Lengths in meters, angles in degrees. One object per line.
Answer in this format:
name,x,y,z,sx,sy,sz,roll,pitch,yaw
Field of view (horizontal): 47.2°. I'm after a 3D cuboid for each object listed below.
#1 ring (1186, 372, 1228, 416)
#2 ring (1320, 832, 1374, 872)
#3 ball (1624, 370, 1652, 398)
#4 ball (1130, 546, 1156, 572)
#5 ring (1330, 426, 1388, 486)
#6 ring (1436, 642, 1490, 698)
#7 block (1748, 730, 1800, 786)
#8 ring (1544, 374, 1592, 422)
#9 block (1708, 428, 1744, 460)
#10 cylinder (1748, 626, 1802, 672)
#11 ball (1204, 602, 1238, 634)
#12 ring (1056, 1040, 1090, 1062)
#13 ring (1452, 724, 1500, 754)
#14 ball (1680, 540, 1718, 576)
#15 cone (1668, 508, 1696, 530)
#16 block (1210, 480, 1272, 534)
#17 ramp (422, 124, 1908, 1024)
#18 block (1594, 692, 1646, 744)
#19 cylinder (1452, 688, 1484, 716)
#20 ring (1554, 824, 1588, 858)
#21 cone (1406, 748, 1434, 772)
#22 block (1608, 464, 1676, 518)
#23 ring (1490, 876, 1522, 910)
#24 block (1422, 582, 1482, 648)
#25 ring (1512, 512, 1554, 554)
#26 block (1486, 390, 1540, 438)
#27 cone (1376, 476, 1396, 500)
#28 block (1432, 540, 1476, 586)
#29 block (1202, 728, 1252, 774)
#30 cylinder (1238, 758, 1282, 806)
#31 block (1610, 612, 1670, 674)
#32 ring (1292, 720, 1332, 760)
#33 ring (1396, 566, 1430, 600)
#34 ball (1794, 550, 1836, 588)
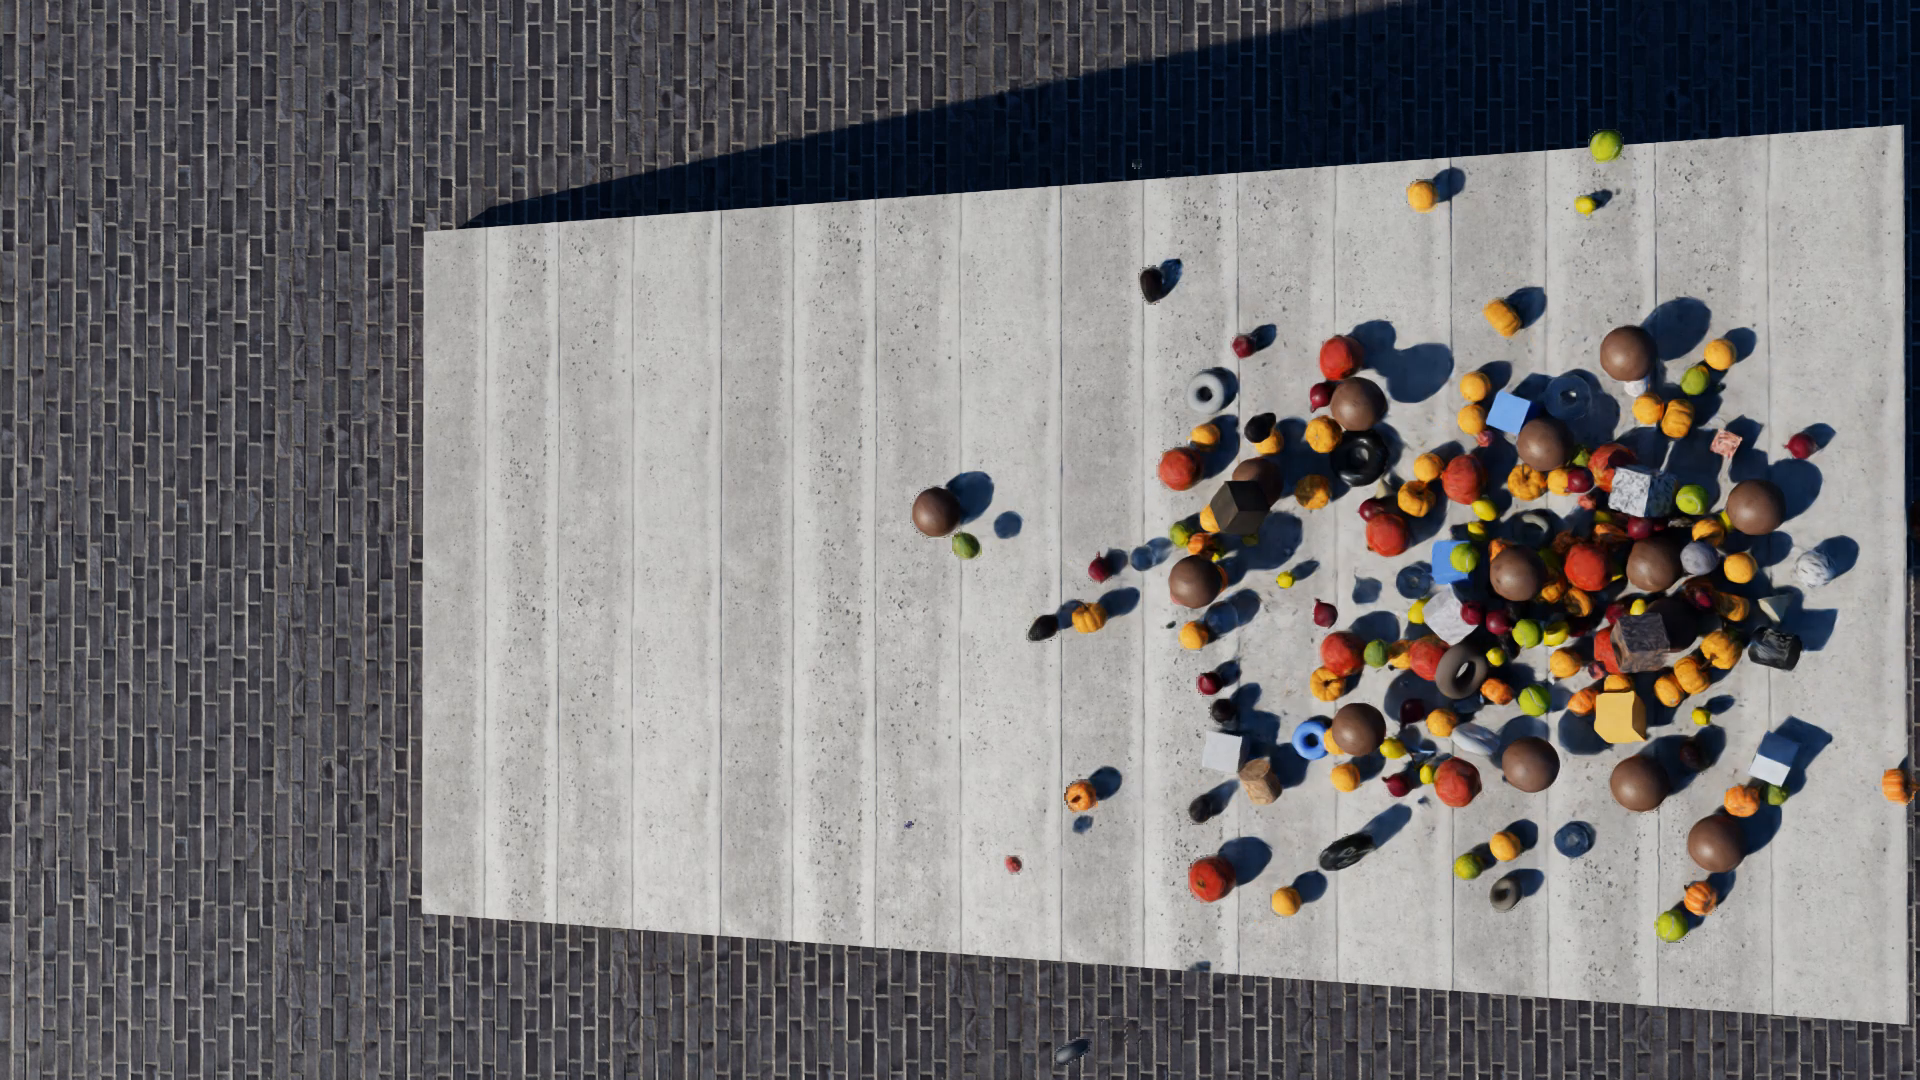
ring,0.619,-0.367,5.506,0.110,0.037,0.110,-1,87,27
ring,0.931,0.751,5.297,0.143,0.143,0.048,-26,67,0
ball,1.567,-0.362,5.087,0.063,0.063,0.063,0,89,0
ball,0.461,0.048,5.552,0.066,0.066,0.066,0,89,0
ring,0.969,-0.202,5.347,0.147,0.049,0.147,-1,88,27
ring,1.180,0.305,5.165,0.149,0.050,0.149,-14,122,-24
block,1.827,0.491,4.938,0.075,0.075,0.075,23,52,18
ring,1.427,-0.334,5.160,0.111,0.037,0.111,-1,88,22
block,1.747,-0.219,5.013,0.054,0.054,0.054,28,100,21
cylinder,1.825,0.244,4.924,0.083,0.083,0.083,16,89,44
ball,0.650,0.193,5.459,0.084,0.084,0.084,0,89,0
ring,0.274,1.246,5.361,0.091,0.091,0.030,-26,70,0
ring,1.194,0.461,5.094,0.111,0.111,0.037,13,112,0
ball,1.671,0.040,4.969,0.081,0.081,0.081,0,89,0
cone,1.663,-0.040,5.039,0.053,0.053,0.053,21,89,43
block,0.672,-0.078,5.274,0.093,0.093,0.093,0,55,-26
ramp,0.283,0.085,5.717,4.000,0.100,2.000,0,89,23
block,1.519,0.408,5.055,0.087,0.087,0.087,-8,60,35
cylinder,1.209,0.381,5.232,0.060,0.060,0.060,-17,89,27
ring,1.433,0.705,5.151,0.080,0.027,0.080,-1,89,24
cone,1.112,0.519,5.282,0.062,0.062,0.062,-19,89,4
block,1.546,-0.111,4.985,0.096,0.096,0.096,-5,107,-38
ring,1.288,0.833,5.187,0.029,0.087,0.087,33,89,-27
block,1.159,0.178,5.187,0.093,0.093,0.093,43,109,-10
ring,1.353,-0.017,5.191,0.097,0.032,0.097,-1,89,24
block,1.304,-0.295,5.181,0.084,0.084,0.084,24,99,30
cone,1.024,-0.130,5.321,0.052,0.052,0.052,-14,86,0
block,1.172,0.055,5.226,0.084,0.084,0.084,0,70,23
block,0.662,0.521,5.447,0.090,0.090,0.090,10,93,23
cylinder,0.737,0.593,5.394,0.082,0.082,0.082,-30,118,0
block,1.517,0.230,4.908,0.094,0.094,0.094,-6,57,0
ring,0.864,0.491,5.391,0.097,0.032,0.097,0,89,16
ring,1.092,0.102,5.303,0.083,0.028,0.083,-1,88,24
ball,1.913,0.065,4.921,0.088,0.088,0.088,0,89,0
